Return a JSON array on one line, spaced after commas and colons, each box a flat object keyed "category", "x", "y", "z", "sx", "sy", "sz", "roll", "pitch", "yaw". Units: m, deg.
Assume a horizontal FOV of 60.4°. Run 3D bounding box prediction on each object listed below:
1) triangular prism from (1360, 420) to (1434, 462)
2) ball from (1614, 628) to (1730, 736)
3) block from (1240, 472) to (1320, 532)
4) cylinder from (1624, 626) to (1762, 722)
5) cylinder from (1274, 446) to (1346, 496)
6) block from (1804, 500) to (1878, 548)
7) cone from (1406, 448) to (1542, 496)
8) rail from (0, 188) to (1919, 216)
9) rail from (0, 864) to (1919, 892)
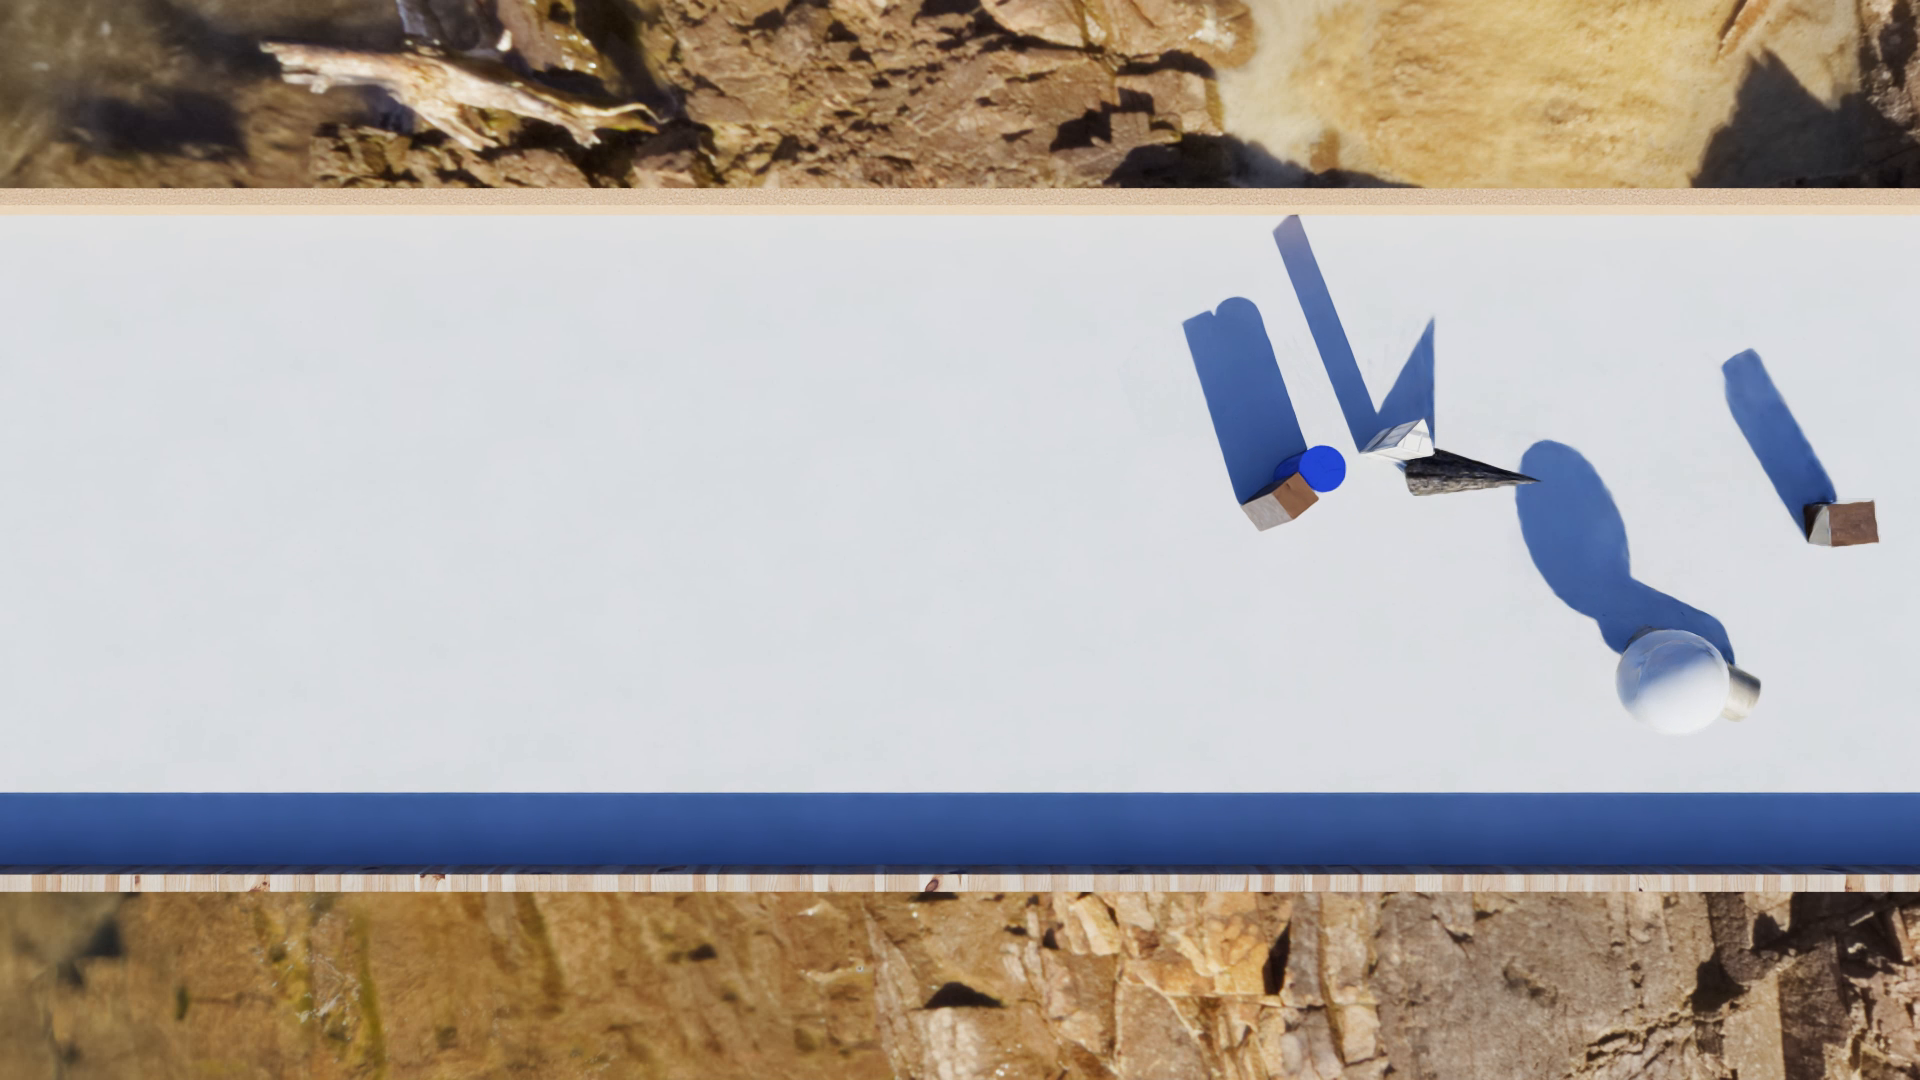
[{"category": "triangular prism", "x": 1.288, "y": -0.295, "z": 4.849, "sx": 0.104, "sy": 0.455, "sz": 0.090, "roll": 14, "pitch": 90, "yaw": 0}, {"category": "ball", "x": 2.063, "y": 0.411, "z": 4.779, "sx": 0.307, "sy": 0.307, "sz": 0.307, "roll": 0, "pitch": 90, "yaw": 0}, {"category": "block", "x": 0.945, "y": -0.110, "z": 4.897, "sx": 0.100, "sy": 0.349, "sz": 0.100, "roll": -38, "pitch": 89, "yaw": -7}, {"category": "cylinder", "x": 2.214, "y": 0.406, "z": 4.999, "sx": 0.364, "sy": 0.155, "sz": 0.155, "roll": 25, "pitch": 90, "yaw": 0}, {"category": "cylinder", "x": 1.038, "y": -0.197, "z": 4.913, "sx": 0.137, "sy": 0.318, "sz": 0.137, "roll": 0, "pitch": 87, "yaw": -3}, {"category": "block", "x": 2.621, "y": -0.051, "z": 4.914, "sx": 0.122, "sy": 0.303, "sz": 0.122, "roll": -6, "pitch": 90, "yaw": 15}, {"category": "cone", "x": 1.537, "y": -0.189, "z": 4.871, "sx": 0.160, "sy": 0.408, "sz": 0.160, "roll": -7, "pitch": 101, "yaw": -41}, {"category": "rail", "x": -2.247, "y": -1.025, "z": 5.002, "sx": 12.000, "sy": 0.150, "sz": 0.050, "roll": 0, "pitch": 90, "yaw": 0}, {"category": "rail", "x": -2.247, "y": 1.025, "z": 5.001, "sx": 12.000, "sy": 0.150, "sz": 0.050, "roll": 0, "pitch": 90, "yaw": 0}]
